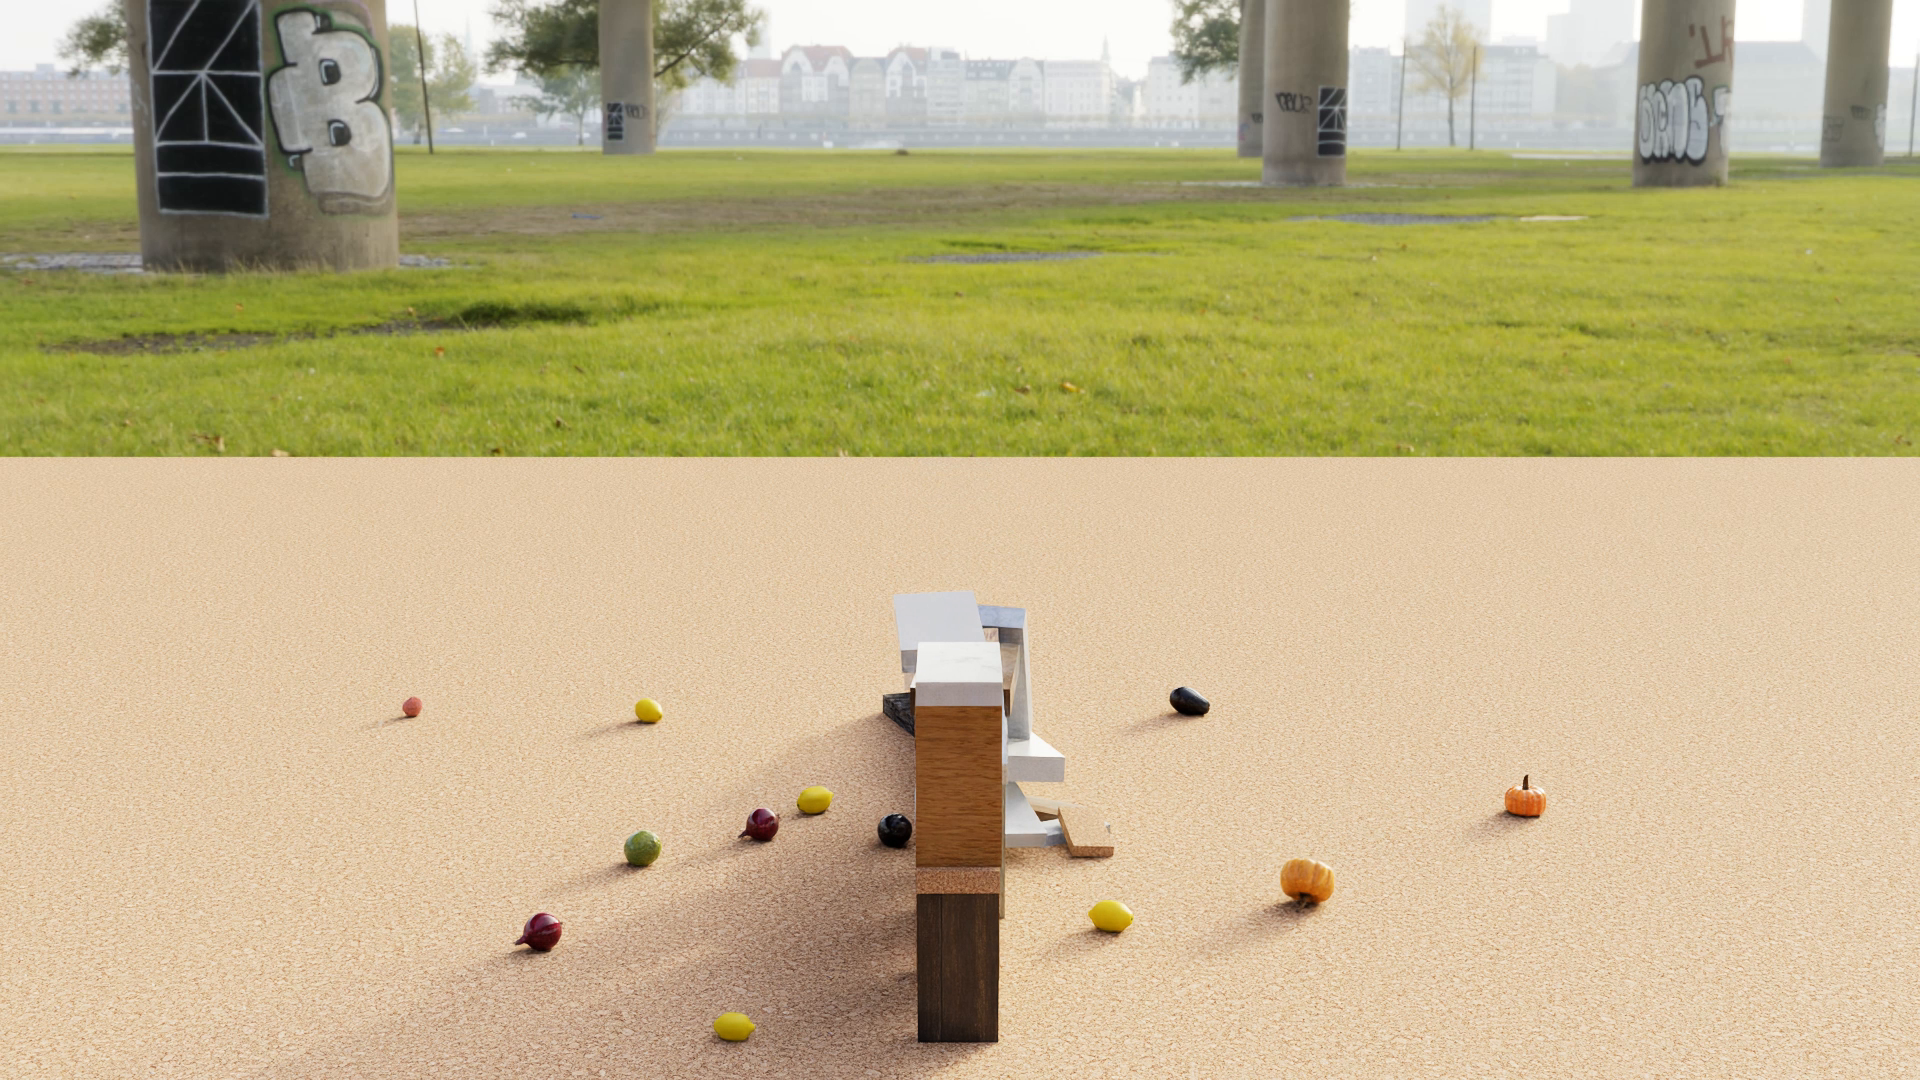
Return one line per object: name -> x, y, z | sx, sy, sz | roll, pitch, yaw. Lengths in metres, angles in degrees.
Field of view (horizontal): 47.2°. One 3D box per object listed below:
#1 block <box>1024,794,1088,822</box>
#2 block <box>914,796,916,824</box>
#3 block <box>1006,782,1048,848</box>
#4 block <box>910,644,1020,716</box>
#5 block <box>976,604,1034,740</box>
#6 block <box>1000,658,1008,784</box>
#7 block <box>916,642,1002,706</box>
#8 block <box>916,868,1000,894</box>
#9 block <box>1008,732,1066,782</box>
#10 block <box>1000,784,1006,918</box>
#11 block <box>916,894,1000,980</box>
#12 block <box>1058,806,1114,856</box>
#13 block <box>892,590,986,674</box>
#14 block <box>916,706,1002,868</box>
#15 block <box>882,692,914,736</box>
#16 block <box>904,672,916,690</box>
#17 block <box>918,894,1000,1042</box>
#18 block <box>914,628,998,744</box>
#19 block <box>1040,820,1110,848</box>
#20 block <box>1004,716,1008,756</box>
block -> 0.156, 0.502, 4.084 | 0.146, 0.021, 0.073 | 7, 13, 34
block -> -0.004, 0.376, 3.348 | 0.126, 0.036, 0.251 | 0, 10, 0
block -> 0.072, 0.478, 3.908 | 0.100, 0.028, 0.201 | 2, 26, -21
block -> 0.012, 0.233, 3.725 | 0.163, 0.046, 0.326 | 1, 11, 4
block -> 0.043, 0.240, 3.990 | 0.163, 0.326, 0.046 | 4, 49, 8
block -> 0.001, 0.279, 3.392 | 0.135, 0.038, 0.270 | -2, 32, 0
block -> -0.001, 0.185, 3.063 | 0.117, 0.033, 0.234 | 0, 11, 0
block -> -0.003, 0.447, 3.114 | 0.113, 0.032, 0.226 | 0, 11, 0
block -> 0.075, 0.393, 4.070 | 0.163, 0.046, 0.326 | 3, 4, -12
block -> 0.003, 0.471, 3.546 | 0.139, 0.278, 0.039 | 0, 11, 0
block -> -0.003, 0.532, 3.293 | 0.126, 0.251, 0.036 | 0, 11, 0
block -> 0.223, 0.518, 3.913 | 0.073, 0.021, 0.146 | 2, 21, -10
block -> -0.035, 0.147, 3.575 | 0.135, 0.038, 0.270 | -3, 18, -4
block -> -0.002, 0.331, 3.011 | 0.117, 0.234, 0.033 | 0, 11, 0
block -> -0.055, 0.377, 4.704 | 0.141, 0.040, 0.283 | -4, 11, -19
block -> -0.022, 0.293, 4.708 | 0.141, 0.040, 0.283 | 0, -7, -13
block -> -0.003, 0.587, 3.064 | 0.113, 0.226, 0.032 | 0, 11, 0
block -> -0.003, 0.236, 3.532 | 0.135, 0.038, 0.270 | -1, 33, 1
block -> 0.190, 0.524, 3.968 | 0.146, 0.021, 0.073 | -6, 12, -29
block -> 0.006, 0.299, 3.603 | 0.139, 0.039, 0.278 | 0, 10, 0
